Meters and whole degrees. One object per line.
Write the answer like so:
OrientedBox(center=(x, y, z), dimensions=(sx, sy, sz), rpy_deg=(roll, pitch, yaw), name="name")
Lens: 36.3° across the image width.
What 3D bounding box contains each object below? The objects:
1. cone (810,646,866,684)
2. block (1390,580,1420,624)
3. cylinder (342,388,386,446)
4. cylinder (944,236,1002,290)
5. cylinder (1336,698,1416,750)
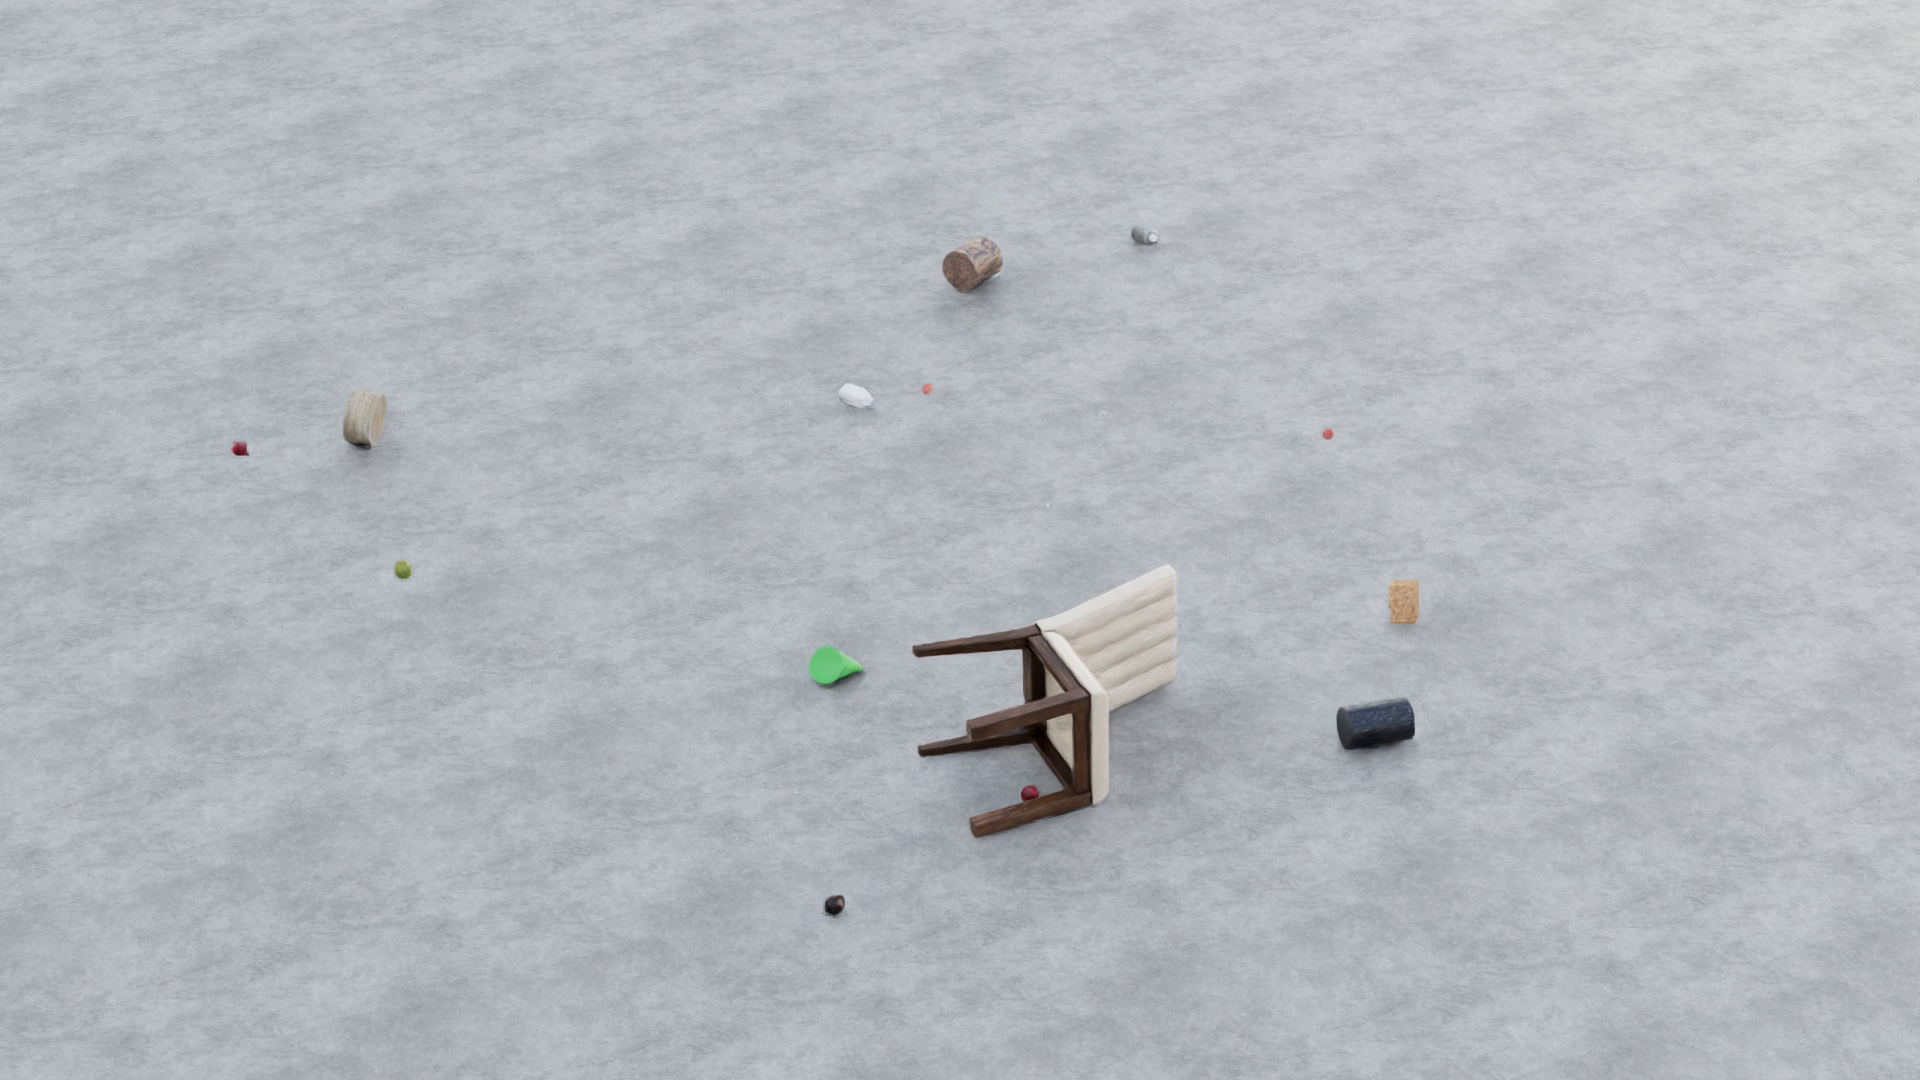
OrientedBox(center=(-0.398, 0.439, 10.214), dimensions=(0.174, 0.131, 0.197), rpy_deg=(5, -9, -39), name="cone")
OrientedBox(center=(1.580, 0.218, 10.425), dimensions=(0.091, 0.139, 0.088), rpy_deg=(-1, 10, 17), name="block")
OrientedBox(center=(-2.328, -0.479, 11.469), dimensions=(0.109, 0.210, 0.201), rpy_deg=(12, 30, 3), name="cylinder")
OrientedBox(center=(0.055, -1.185, 12.577), dimensions=(0.181, 0.178, 0.190), rpy_deg=(-35, 7, -41), name="cylinder")
OrientedBox(center=(1.400, 0.618, 9.874), dimensions=(0.226, 0.145, 0.142), rpy_deg=(-8, 48, -12), name="cylinder")
